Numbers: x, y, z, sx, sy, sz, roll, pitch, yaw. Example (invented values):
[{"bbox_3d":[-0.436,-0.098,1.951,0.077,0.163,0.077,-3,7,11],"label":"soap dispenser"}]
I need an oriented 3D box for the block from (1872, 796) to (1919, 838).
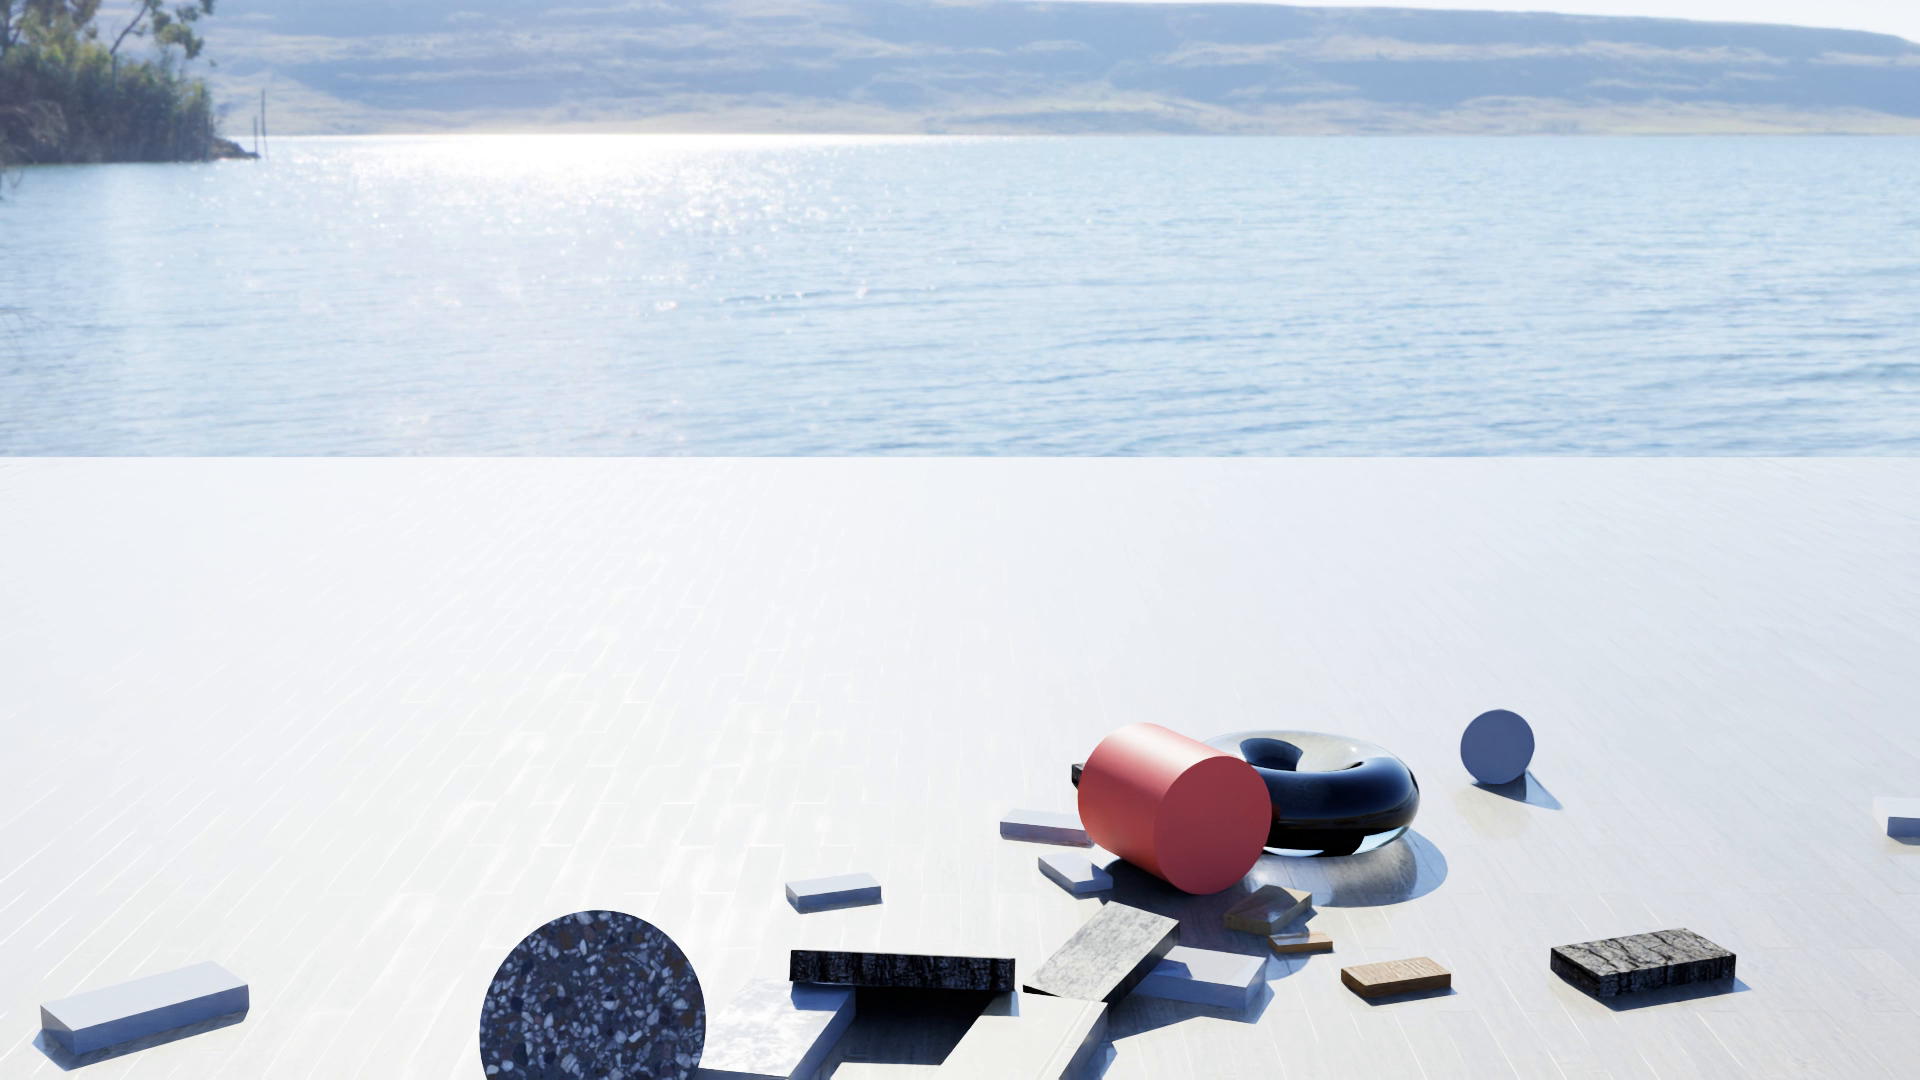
[{"bbox_3d":[1.809,0.509,4.006,0.250,0.035,0.125,2,11,11],"label":"block"}]

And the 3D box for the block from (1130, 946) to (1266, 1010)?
[{"bbox_3d":[0.322,0.645,3.280,0.244,0.035,0.122,4,11,21],"label":"block"}]

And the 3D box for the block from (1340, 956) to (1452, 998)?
[{"bbox_3d":[0.650,0.652,3.280,0.145,0.021,0.072,-4,11,-19],"label":"block"}]

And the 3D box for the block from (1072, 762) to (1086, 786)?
[{"bbox_3d":[0.443,0.450,4.327,0.437,0.035,0.125,-4,11,-23],"label":"block"}]

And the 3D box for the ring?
[{"bbox_3d":[0.607,0.455,3.991,0.448,0.149,0.448,1,9,0],"label":"ring"}]

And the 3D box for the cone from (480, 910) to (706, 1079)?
[{"bbox_3d":[-0.446,0.660,2.928,0.297,0.297,0.297,2,-16,9],"label":"cone"}]

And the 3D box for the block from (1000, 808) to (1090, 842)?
[{"bbox_3d":[0.163,0.518,3.993,0.164,0.023,0.082,4,11,18],"label":"block"}]

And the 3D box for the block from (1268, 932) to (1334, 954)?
[{"bbox_3d":[0.531,0.627,3.432,0.090,0.013,0.045,-2,11,-12],"label":"block"}]

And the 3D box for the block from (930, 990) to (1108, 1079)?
[{"bbox_3d":[0.065,0.708,2.914,0.157,0.044,0.443,3,11,18],"label":"block"}]

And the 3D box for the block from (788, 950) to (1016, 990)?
[{"bbox_3d":[-0.080,0.626,3.203,0.314,0.044,0.157,2,-10,5],"label":"block"}]

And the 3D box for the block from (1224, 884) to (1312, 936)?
[{"bbox_3d":[0.499,0.599,3.559,0.082,0.023,0.164,6,12,31],"label":"block"}]

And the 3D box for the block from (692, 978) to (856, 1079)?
[{"bbox_3d":[-0.262,0.687,3.025,0.157,0.044,0.314,2,11,13],"label":"block"}]

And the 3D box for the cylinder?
[{"bbox_3d":[0.363,0.454,3.749,0.238,0.238,0.238,-6,12,-28],"label":"cylinder"}]

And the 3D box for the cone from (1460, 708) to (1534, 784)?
[{"bbox_3d":[1.092,0.427,4.359,0.151,0.151,0.151,8,-13,37],"label":"cone"}]

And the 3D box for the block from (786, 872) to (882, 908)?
[{"bbox_3d":[-0.211,0.582,3.656,0.145,0.021,0.072,-4,11,-21],"label":"block"}]

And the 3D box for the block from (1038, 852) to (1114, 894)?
[{"bbox_3d":[0.196,0.566,3.744,0.072,0.021,0.145,-4,11,-22],"label":"block"}]

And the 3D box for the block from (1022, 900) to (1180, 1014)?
[{"bbox_3d":[0.210,0.621,3.236,0.122,0.035,0.244,11,28,33],"label":"block"}]

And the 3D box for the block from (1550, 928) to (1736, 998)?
[{"bbox_3d":[1.031,0.637,3.321,0.244,0.035,0.122,-4,11,-20],"label":"block"}]

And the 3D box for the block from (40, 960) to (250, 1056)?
[{"bbox_3d":[-1.167,0.668,3.153,0.252,0.036,0.126,-9,14,-41],"label":"block"}]
